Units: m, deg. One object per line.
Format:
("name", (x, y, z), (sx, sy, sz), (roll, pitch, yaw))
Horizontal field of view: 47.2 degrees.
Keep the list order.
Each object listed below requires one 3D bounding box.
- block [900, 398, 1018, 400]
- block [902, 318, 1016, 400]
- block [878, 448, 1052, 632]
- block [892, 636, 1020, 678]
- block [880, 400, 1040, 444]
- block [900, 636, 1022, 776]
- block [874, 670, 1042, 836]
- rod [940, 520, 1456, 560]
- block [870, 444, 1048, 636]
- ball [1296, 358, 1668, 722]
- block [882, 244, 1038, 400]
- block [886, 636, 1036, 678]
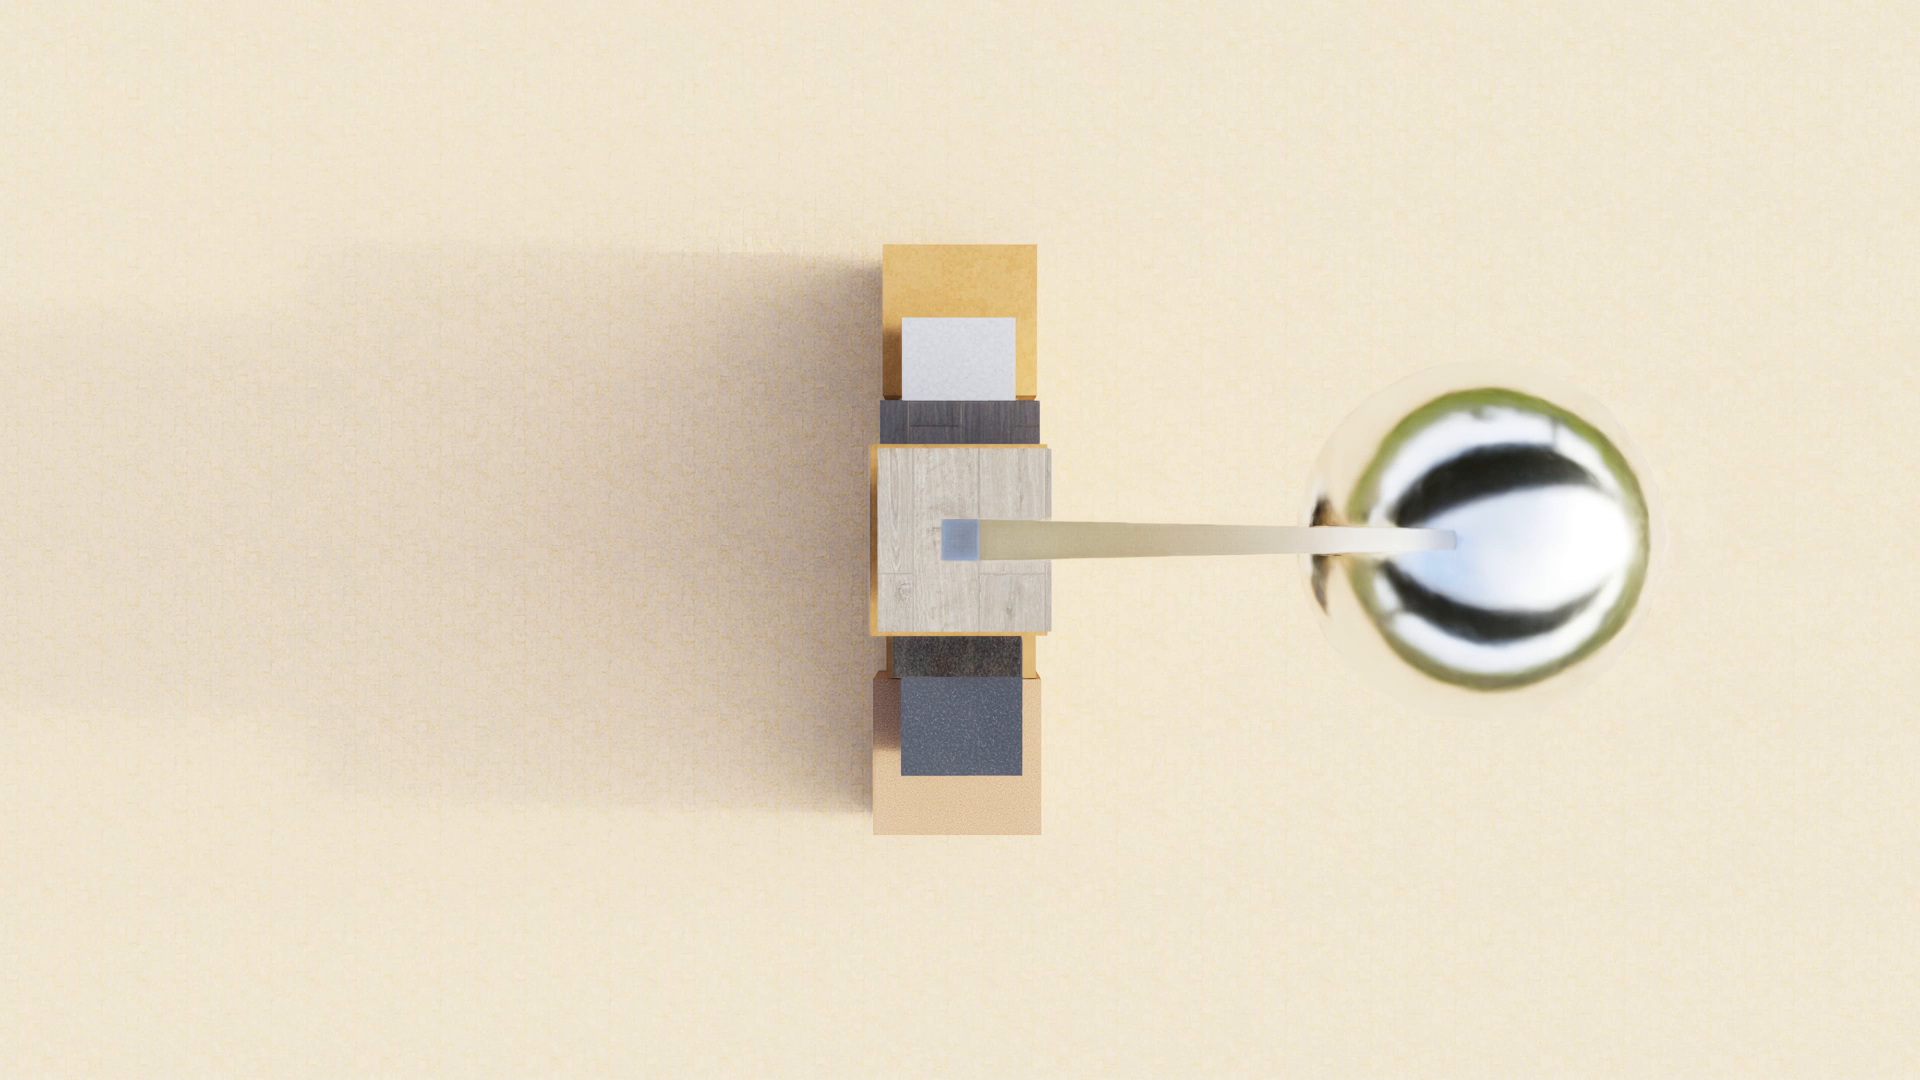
("block", (-0.007, -0.460, 12.623), (0.660, 0.754, 0.658), (0, 90, 0))
("block", (-0.007, -0.820, 11.844), (0.595, 0.588, 0.695), (0, 90, 0))
("block", (0.018, 0.000, 8.669), (0.660, 0.650, 0.696), (0, 90, 0))
("block", (-0.015, 0.381, 10.920), (0.617, 0.621, 0.561), (0, 90, 0))
("block", (0.000, -0.285, 10.816), (0.758, 0.829, 0.752), (0, 90, 0))
("block", (0.009, 0.848, 11.757), (0.631, 0.759, 0.700), (0, 94, 0))
("block", (-0.015, 1.202, 12.580), (0.931, 0.840, 0.861), (0, 90, 0))
("rod", (0.994, 0.000, 6.609), (0.080, 5.200, 0.080), (0, 90, 22))
("block", (-0.005, 0.000, 9.969), (0.771, 0.865, 0.832), (0, 90, 0))
("ball", (2.295, 0.000, 9.750), (1.600, 1.600, 1.600), (0, 90, 0))
("block", (-0.001, -1.216, 12.569), (0.853, 0.862, 0.833), (0, 90, 0))
("block", (0.006, 0.320, 12.566), (0.824, 0.868, 0.882), (0, 90, 0))
